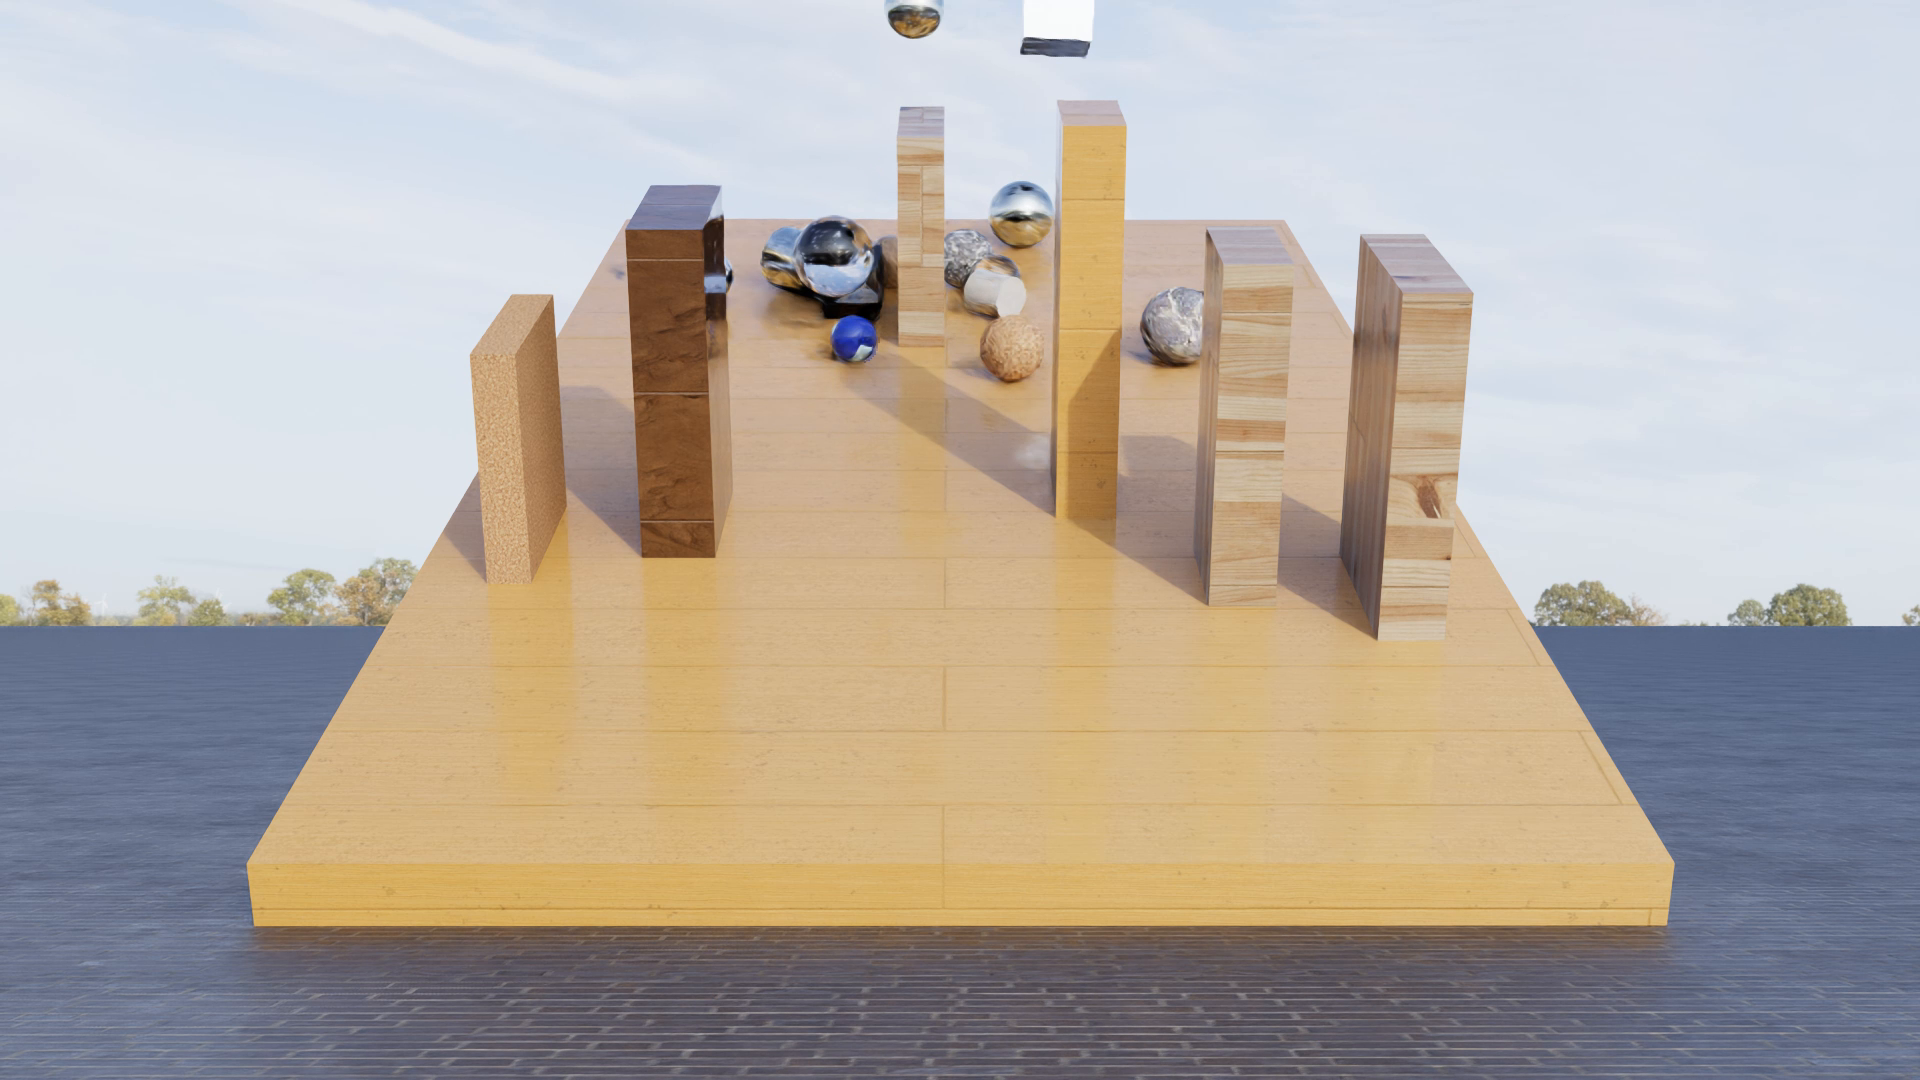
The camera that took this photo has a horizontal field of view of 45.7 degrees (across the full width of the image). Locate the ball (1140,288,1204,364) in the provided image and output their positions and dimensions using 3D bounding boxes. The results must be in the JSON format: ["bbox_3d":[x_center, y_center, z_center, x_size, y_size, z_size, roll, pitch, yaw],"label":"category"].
[{"bbox_3d":[0.525,-0.513,5.465,0.185,0.185,0.185,0,-2,0],"label":"ball"}]

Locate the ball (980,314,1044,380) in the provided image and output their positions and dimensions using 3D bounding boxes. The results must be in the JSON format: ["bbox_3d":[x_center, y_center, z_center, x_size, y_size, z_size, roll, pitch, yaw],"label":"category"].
[{"bbox_3d":[0.122,-0.450,5.342,0.154,0.154,0.154,0,-2,0],"label":"ball"}]

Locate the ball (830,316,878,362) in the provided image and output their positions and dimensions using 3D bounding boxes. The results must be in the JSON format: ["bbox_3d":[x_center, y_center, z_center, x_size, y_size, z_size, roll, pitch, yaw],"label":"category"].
[{"bbox_3d":[-0.256,-0.485,5.488,0.113,0.113,0.113,0,-2,0],"label":"ball"}]

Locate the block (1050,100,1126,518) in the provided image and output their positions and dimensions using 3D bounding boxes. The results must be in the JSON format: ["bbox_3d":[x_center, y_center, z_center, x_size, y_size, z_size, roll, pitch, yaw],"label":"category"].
[{"bbox_3d":[0.248,-0.452,4.479,0.119,0.775,0.269,0,21,0],"label":"block"}]

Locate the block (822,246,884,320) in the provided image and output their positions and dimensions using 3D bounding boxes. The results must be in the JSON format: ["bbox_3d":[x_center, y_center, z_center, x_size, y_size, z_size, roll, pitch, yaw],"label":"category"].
[{"bbox_3d":[-0.276,-0.666,5.882,0.143,0.143,0.143,2,33,4],"label":"block"}]

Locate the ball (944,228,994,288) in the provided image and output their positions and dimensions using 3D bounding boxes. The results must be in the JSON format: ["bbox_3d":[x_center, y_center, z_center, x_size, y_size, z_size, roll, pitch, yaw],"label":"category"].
[{"bbox_3d":[0.012,-0.757,6.136,0.160,0.160,0.160,0,-2,0],"label":"ball"}]

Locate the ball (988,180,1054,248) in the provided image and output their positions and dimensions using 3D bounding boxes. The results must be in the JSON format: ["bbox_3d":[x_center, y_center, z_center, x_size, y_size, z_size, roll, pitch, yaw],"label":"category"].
[{"bbox_3d":[0.177,-0.938,6.567,0.191,0.191,0.191,0,-2,0],"label":"ball"}]

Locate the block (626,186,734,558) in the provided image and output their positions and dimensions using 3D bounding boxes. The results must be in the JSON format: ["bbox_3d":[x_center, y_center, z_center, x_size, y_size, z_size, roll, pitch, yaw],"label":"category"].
[{"bbox_3d":[-0.529,-0.327,4.351,0.138,0.628,0.373,0,21,0],"label":"block"}]

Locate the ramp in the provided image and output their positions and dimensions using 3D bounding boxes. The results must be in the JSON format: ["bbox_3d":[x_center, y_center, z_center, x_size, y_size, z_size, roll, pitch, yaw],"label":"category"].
[{"bbox_3d":[-0.006,-0.214,5.079,2.000,0.100,4.000,0,21,0],"label":"ramp"}]

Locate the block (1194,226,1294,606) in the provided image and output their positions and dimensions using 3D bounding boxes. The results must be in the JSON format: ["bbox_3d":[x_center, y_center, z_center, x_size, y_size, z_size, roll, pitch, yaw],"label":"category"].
[{"bbox_3d":[0.503,-0.223,4.088,0.119,0.625,0.282,0,21,0],"label":"block"}]

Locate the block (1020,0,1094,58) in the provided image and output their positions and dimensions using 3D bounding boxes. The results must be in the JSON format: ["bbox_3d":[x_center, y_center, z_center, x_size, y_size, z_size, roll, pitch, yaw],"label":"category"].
[{"bbox_3d":[0.278,-1.510,6.548,0.194,0.194,0.194,3,-3,-2],"label":"block"}]

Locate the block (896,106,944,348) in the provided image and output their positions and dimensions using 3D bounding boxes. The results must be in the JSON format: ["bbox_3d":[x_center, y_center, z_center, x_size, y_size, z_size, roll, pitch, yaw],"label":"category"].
[{"bbox_3d":[-0.095,-0.790,5.717,0.113,0.520,0.406,0,21,0],"label":"block"}]

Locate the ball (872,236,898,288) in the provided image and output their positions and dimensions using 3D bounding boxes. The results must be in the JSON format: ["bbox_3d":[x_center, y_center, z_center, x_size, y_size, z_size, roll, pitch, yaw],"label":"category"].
[{"bbox_3d":[-0.185,-0.750,6.144,0.141,0.141,0.141,0,-2,0],"label":"ball"}]

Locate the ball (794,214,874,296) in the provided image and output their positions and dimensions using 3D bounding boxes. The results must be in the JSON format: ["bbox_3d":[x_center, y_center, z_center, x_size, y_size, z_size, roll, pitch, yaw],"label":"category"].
[{"bbox_3d":[-0.310,-0.699,5.611,0.200,0.200,0.200,0,-2,0],"label":"ball"}]

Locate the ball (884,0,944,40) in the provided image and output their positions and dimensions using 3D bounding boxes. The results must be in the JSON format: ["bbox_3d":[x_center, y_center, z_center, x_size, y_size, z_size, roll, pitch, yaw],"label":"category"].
[{"bbox_3d":[-0.128,-1.495,6.416,0.169,0.169,0.169,0,-2,0],"label":"ball"}]

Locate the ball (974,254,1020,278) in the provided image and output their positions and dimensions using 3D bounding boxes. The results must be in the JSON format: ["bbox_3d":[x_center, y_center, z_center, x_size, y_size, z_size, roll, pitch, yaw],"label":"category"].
[{"bbox_3d":[0.096,-0.690,6.012,0.125,0.125,0.125,0,-2,0],"label":"ball"}]

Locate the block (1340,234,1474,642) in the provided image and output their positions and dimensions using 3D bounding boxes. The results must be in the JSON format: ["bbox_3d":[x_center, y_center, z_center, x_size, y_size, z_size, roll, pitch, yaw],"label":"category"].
[{"bbox_3d":[0.776,-0.188,4.010,0.115,0.616,0.415,0,21,0],"label":"block"}]

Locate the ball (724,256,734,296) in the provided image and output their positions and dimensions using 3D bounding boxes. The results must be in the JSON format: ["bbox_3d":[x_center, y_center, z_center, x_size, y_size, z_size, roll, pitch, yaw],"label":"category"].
[{"bbox_3d":[-0.667,-0.690,5.976,0.147,0.147,0.147,0,-2,0],"label":"ball"}]

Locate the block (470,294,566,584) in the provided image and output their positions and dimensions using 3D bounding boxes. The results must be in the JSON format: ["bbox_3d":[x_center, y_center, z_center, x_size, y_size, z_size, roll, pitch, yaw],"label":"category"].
[{"bbox_3d":[-0.824,-0.197,4.281,0.080,0.435,0.415,0,21,0],"label":"block"}]

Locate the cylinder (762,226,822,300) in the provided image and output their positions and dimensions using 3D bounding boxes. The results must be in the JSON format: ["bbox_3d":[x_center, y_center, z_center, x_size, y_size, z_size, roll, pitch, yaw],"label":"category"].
[{"bbox_3d":[-0.412,-0.735,6.062,0.167,0.167,0.167,2,15,-45],"label":"cylinder"}]

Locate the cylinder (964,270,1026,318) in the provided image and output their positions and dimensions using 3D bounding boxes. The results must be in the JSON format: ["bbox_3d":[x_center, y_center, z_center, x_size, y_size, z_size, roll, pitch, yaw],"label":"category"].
[{"bbox_3d":[0.089,-0.630,5.860,0.114,0.114,0.114,18,10,38],"label":"cylinder"}]

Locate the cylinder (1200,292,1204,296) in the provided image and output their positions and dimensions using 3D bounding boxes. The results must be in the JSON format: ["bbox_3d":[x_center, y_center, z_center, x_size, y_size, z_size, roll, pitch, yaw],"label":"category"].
[{"bbox_3d":[0.553,-0.557,5.670,0.117,0.117,0.117,-4,-1,-7],"label":"cylinder"}]
